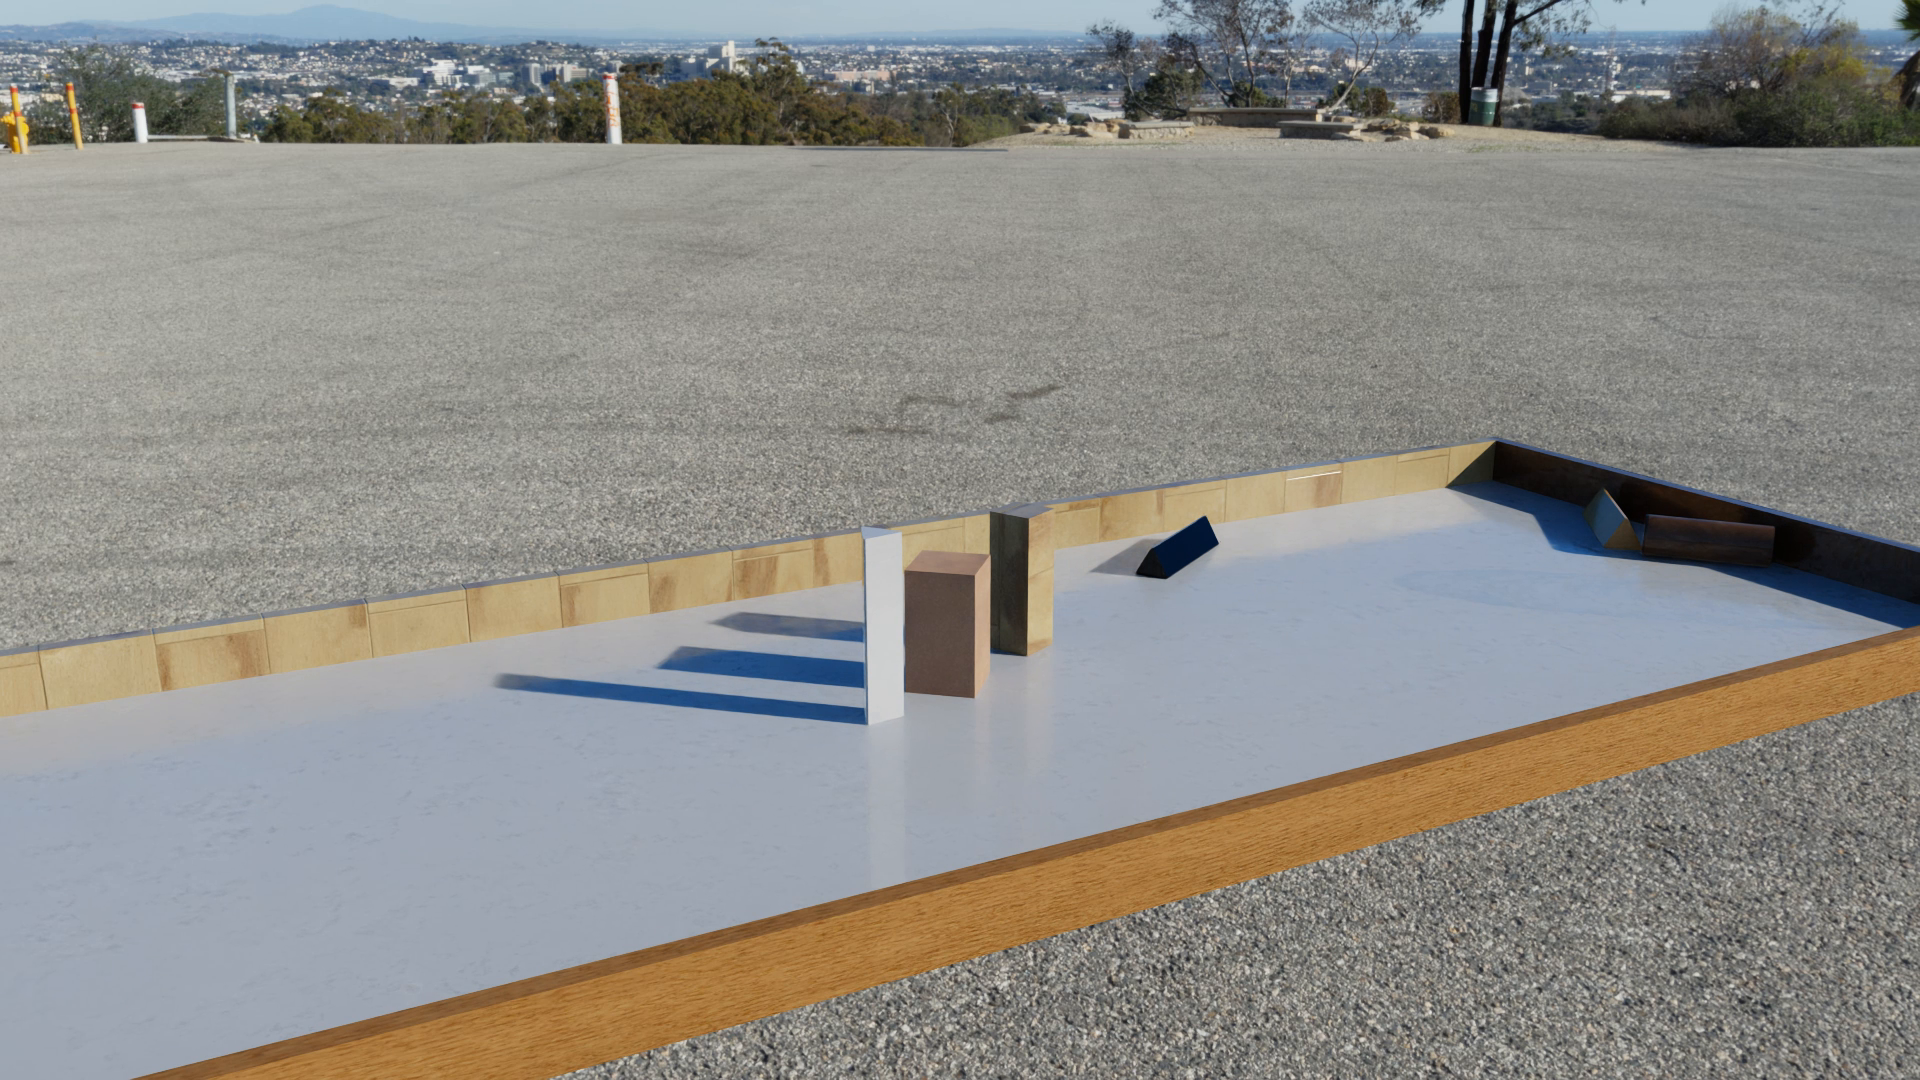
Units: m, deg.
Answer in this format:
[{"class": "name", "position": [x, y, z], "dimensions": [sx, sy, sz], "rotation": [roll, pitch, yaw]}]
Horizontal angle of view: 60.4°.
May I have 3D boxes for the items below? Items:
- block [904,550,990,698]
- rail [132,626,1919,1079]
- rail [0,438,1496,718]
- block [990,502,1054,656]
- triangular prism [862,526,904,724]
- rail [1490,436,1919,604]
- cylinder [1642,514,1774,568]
[{"class": "block", "position": [-0.029, 0.206, 4.092], "dimensions": [0.175, 0.316, 0.175], "rotation": [4, 17, 13]}, {"class": "rail", "position": [-2.336, 1.006, 1.665], "dimensions": [12.000, 0.150, 0.050], "rotation": [-9, 18, -27]}, {"class": "rail", "position": [-3.305, 0.497, 3.399], "dimensions": [12.000, 0.150, 0.050], "rotation": [-9, 18, -27]}, {"class": "block", "position": [0.162, 0.101, 4.344], "dimensions": [0.122, 0.375, 0.122], "rotation": [11, 20, 34]}, {"class": "triangular prism", "position": [-0.202, 0.198, 3.874], "dimensions": [0.104, 0.456, 0.090], "rotation": [-11, 20, -34]}, {"class": "rail", "position": [2.466, -0.048, 5.253], "dimensions": [0.050, 0.150, 2.100], "rotation": [-9, 18, -27]}, {"class": "cylinder", "position": [2.321, 0.001, 5.126], "dimensions": [0.365, 0.128, 0.128], "rotation": [7, 18, 21]}]
